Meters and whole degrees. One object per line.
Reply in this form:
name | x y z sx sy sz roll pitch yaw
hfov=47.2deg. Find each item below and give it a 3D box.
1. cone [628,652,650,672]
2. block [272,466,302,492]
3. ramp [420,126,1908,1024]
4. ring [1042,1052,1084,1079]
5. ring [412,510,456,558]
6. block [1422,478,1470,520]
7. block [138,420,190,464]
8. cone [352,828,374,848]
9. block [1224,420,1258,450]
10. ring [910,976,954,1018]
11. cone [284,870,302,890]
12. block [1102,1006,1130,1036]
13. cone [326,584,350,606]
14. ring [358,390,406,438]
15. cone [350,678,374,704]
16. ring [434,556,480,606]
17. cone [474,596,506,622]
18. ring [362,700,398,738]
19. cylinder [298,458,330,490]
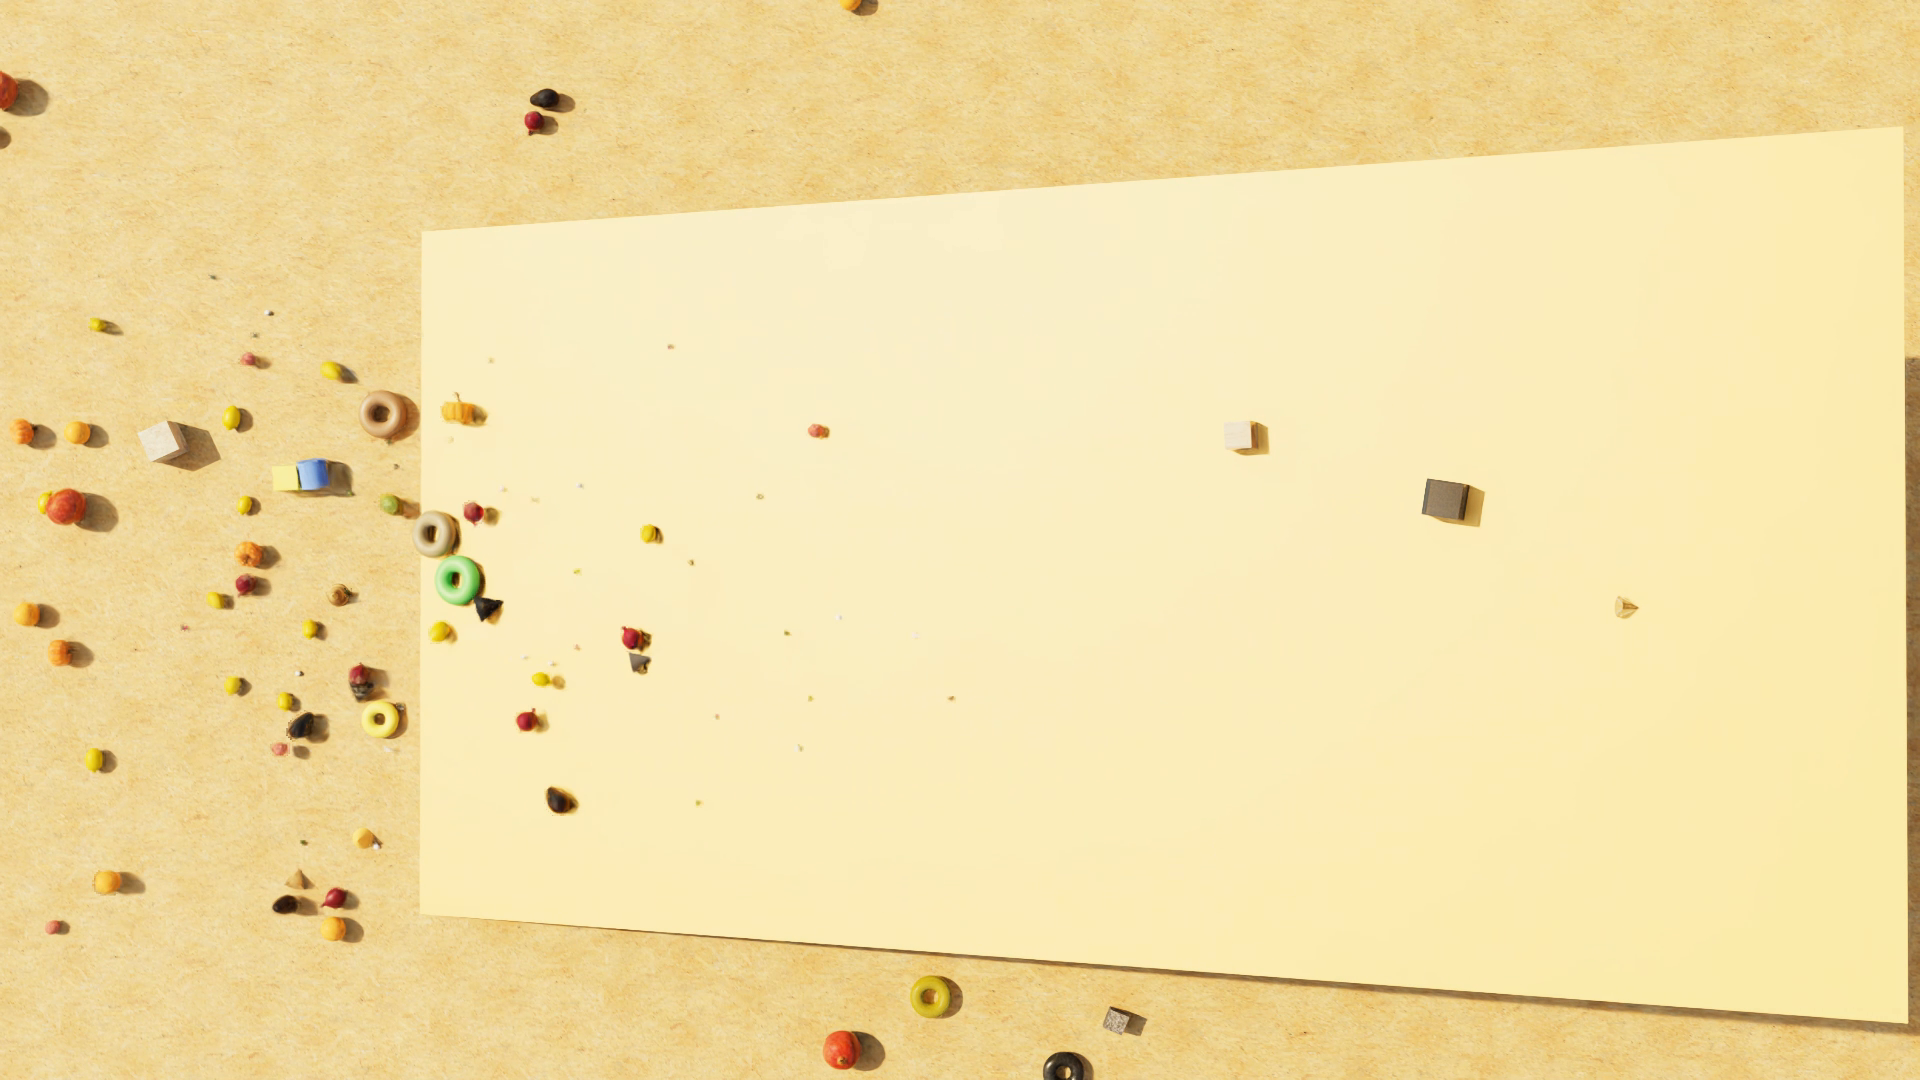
cone | -0.888 0.336 6.141 0.062 0.062 0.062 -14 89 -5
block | -1.987 -0.182 6.509 0.071 0.071 0.071 -4 89 0
ramp | 0.283 0.085 5.722 4.000 0.100 2.000 0 89 23
ring | 0.306 1.574 6.502 0.125 0.042 0.125 0 90 1
ring | -1.533 -0.017 6.404 0.143 0.048 0.143 -1 88 24
block | 1.160 -0.097 5.256 0.087 0.087 0.087 10 93 23
block | -2.353 -0.290 6.499 0.093 0.093 0.093 -25 89 0
cone | -1.773 0.886 6.500 0.063 0.063 0.063 0 89 0
block | 0.698 -0.259 5.462 0.067 0.067 0.067 -4 88 23
ring | -0.084 1.351 6.504 0.128 0.043 0.128 0 89 1
cone | -1.968 0.999 6.517 0.056 0.056 0.056 10 63 0
block | 0.460 1.420 6.495 0.058 0.058 0.058 22 89 0
cone | -1.848 0.164 6.505 0.070 0.070 0.070 0 89 0
ring | -1.713 -0.373 6.523 0.144 0.048 0.144 0 91 0
cone | -1.779 0.460 6.520 0.070 0.070 0.070 19 116 0
ring | -1.456 0.116 6.370 0.147 0.049 0.147 0 90 22
cone | -1.347 0.187 6.329 0.082 0.082 0.082 -16 89 -5
ring | -1.719 0.532 6.517 0.110 0.037 0.110 0 88 0
cylinder | -1.911 -0.196 6.497 0.080 0.080 0.080 -6 101 0
